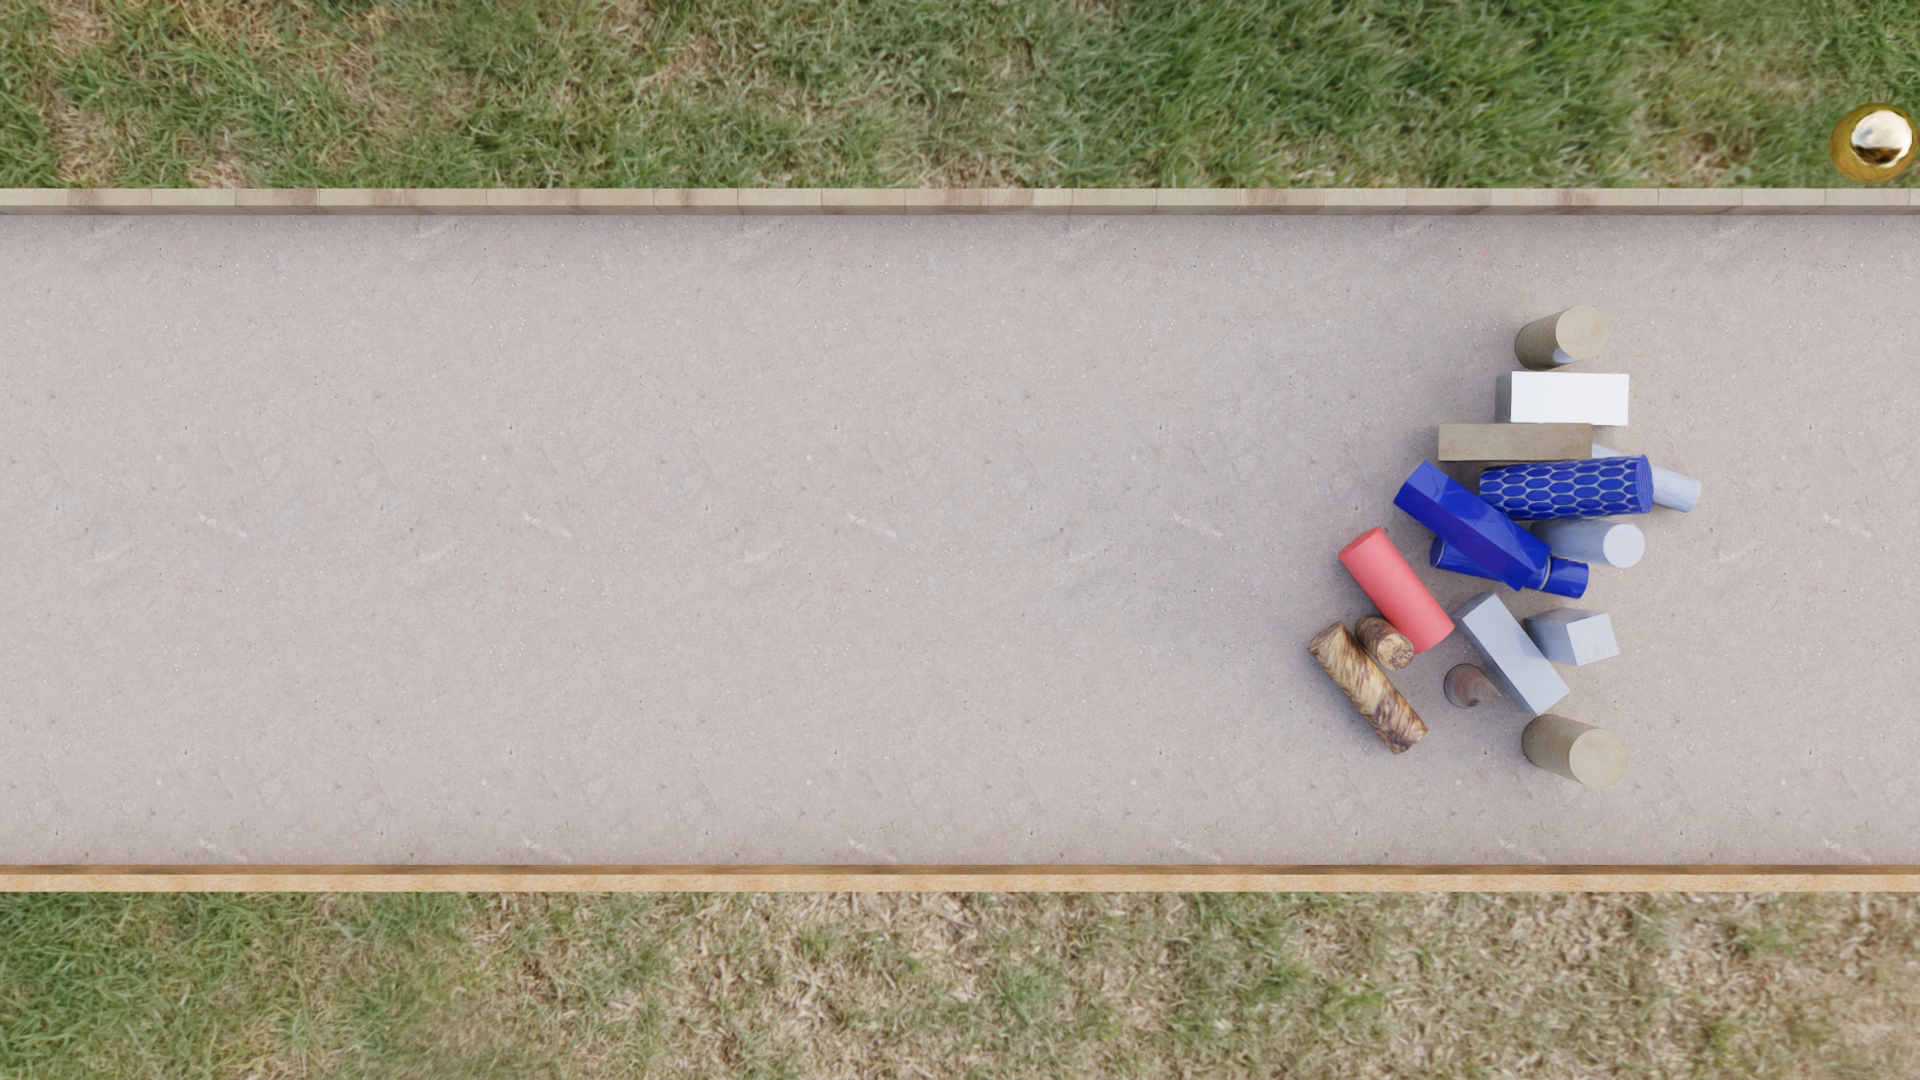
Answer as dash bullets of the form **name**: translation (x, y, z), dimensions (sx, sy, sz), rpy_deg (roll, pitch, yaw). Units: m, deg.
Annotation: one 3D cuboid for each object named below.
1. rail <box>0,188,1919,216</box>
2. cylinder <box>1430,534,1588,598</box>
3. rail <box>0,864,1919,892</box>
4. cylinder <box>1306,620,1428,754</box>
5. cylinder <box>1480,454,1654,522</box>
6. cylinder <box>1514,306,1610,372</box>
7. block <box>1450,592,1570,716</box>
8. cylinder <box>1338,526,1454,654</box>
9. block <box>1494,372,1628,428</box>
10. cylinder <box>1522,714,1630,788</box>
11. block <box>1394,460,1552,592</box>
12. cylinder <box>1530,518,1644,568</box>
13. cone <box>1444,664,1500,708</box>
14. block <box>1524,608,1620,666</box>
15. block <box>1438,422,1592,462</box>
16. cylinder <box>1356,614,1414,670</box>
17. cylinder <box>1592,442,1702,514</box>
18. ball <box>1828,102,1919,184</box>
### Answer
- **rail**: translation (-2.247, -1.025, 5.002), dimensions (12.000, 0.150, 0.050), rpy_deg (0, 90, 0)
- **cylinder**: translation (1.670, 0.075, 5.019), dimensions (0.449, 0.115, 0.115), rpy_deg (13, 90, 0)
- **rail**: translation (-2.247, 1.025, 5.001), dimensions (12.000, 0.150, 0.050), rpy_deg (0, 90, 0)
- **cylinder**: translation (1.238, 0.448, 5.011), dimensions (0.131, 0.131, 0.418), rpy_deg (-39, 90, 0)
- **cylinder**: translation (1.787, -0.149, 4.872), dimensions (0.451, 0.171, 0.171), rpy_deg (-4, 90, 37)
- **cylinder**: translation (1.784, -0.596, 4.902), dimensions (0.155, 0.350, 0.155), rpy_deg (0, 90, 0)
- **block**: translation (1.671, 0.345, 5.014), dimensions (0.124, 0.124, 0.372), rpy_deg (-38, 90, 0)
- **cylinder**: translation (1.322, 0.153, 5.000), dimensions (0.153, 0.153, 0.374), rpy_deg (-37, 90, 0)
- **block**: translation (1.821, -0.423, 5.001), dimensions (0.348, 0.152, 0.152), rpy_deg (2, 90, 0)
- **cylinder**: translation (1.813, 0.620, 4.877), dimensions (0.170, 0.398, 0.170), rpy_deg (0, 90, 0)
- **block**: translation (1.530, -0.045, 4.939), dimensions (0.450, 0.113, 0.113), rpy_deg (38, 59, 16)
- **cylinder**: translation (1.834, -0.003, 4.843), dimensions (0.124, 0.453, 0.124), rpy_deg (-1, 95, -7)
- **cone**: translation (1.557, 0.449, 4.909), dimensions (0.139, 0.335, 0.139), rpy_deg (0, 90, 0)
- **block**: translation (1.811, 0.284, 4.898), dimensions (0.125, 0.356, 0.125), rpy_deg (-16, 90, 0)
- **block**: translation (1.666, -0.293, 4.964), dimensions (0.432, 0.109, 0.109), rpy_deg (0, 90, 16)
- **cylinder**: translation (1.254, 0.300, 4.882), dimensions (0.104, 0.379, 0.104), rpy_deg (0, 96, 4)
- **cylinder**: translation (2.034, -0.202, 5.024), dimensions (0.415, 0.105, 0.105), rpy_deg (20, 90, 0)
- **ball**: translation (3.084, -1.340, 5.568), dimensions (0.269, 0.269, 0.269), rpy_deg (0, 90, 0)
